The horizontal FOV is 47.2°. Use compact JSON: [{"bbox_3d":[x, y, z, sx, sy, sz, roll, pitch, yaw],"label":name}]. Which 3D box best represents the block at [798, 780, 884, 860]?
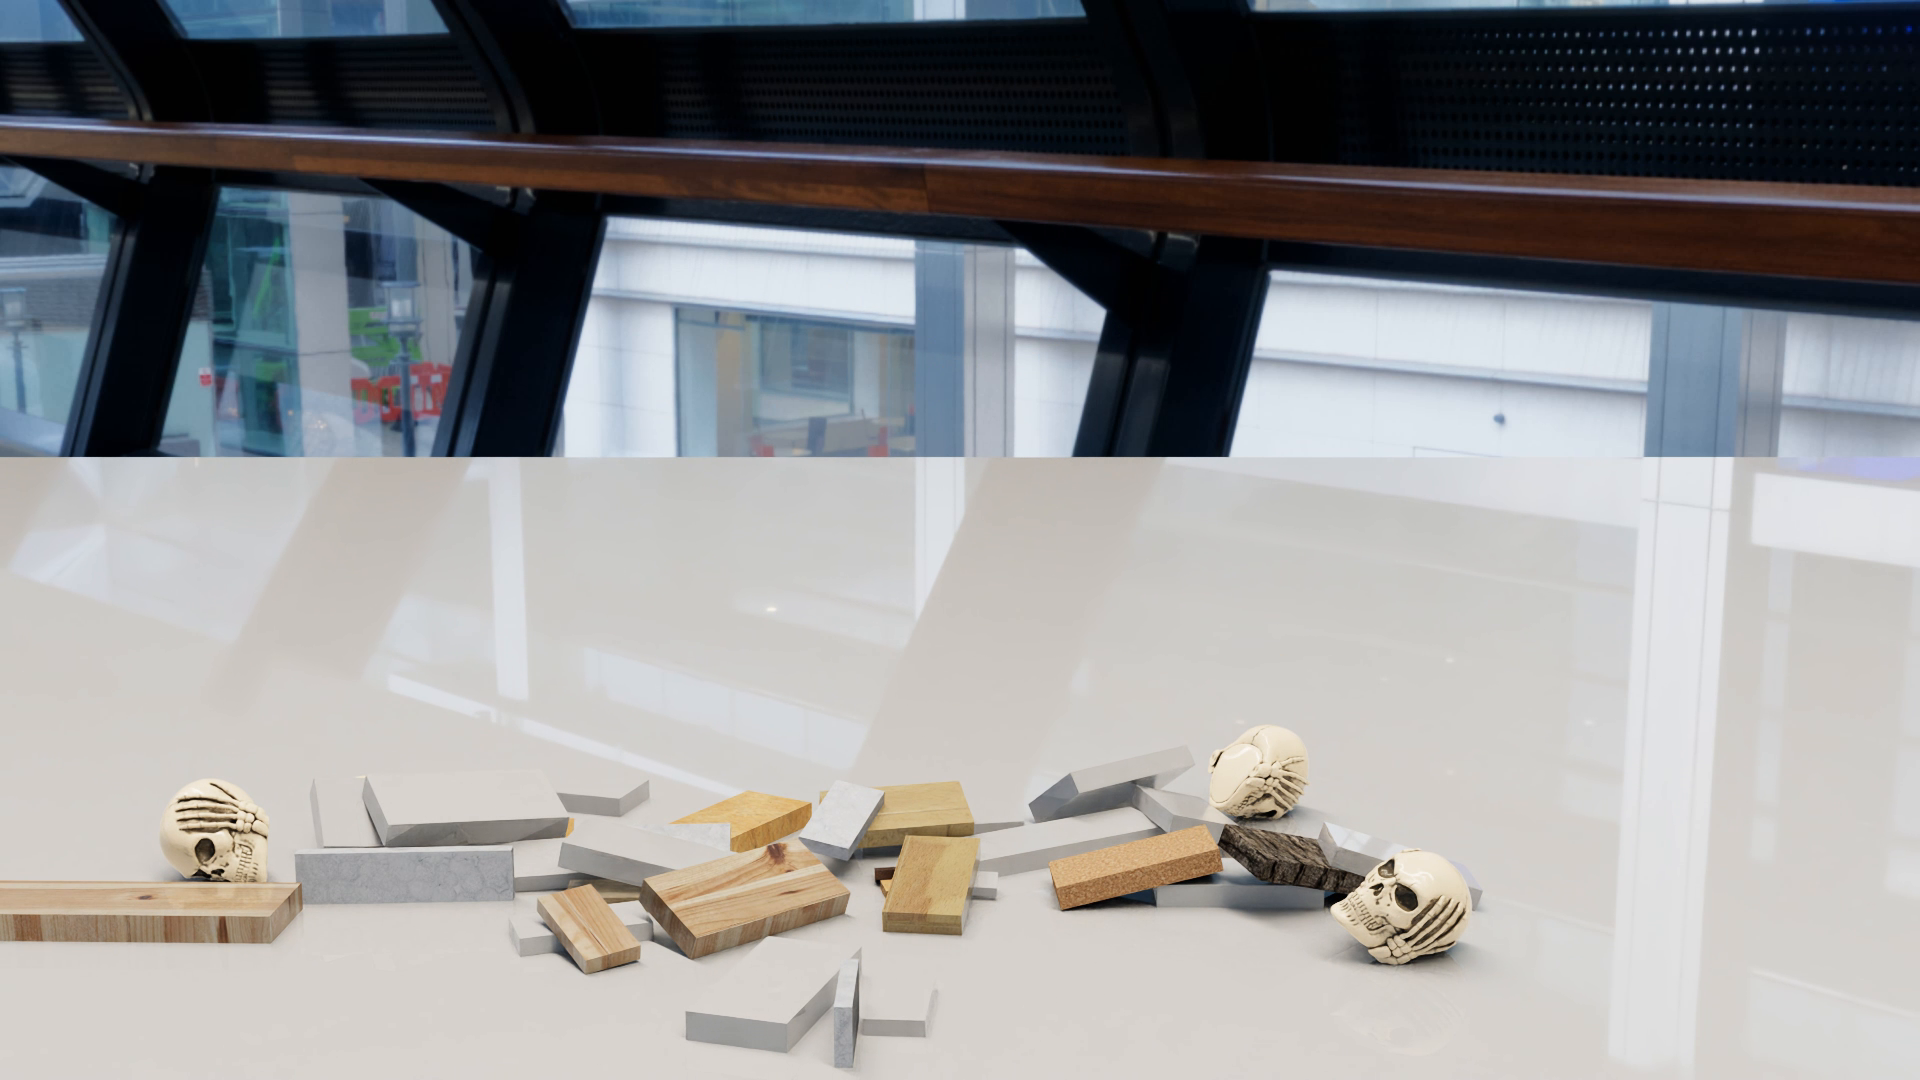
[{"bbox_3d":[-0.204,0.484,3.810,0.091,0.026,0.182,12,29,14],"label":"block"}]

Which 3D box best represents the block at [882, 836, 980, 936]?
[{"bbox_3d":[-0.044,0.562,3.598,0.127,0.036,0.254,1,21,7],"label":"block"}]

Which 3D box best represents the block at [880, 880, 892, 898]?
[{"bbox_3d":[-0.075,0.581,3.675,0.109,0.015,0.054,-2,11,-12],"label":"block"}]

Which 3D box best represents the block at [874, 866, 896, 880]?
[{"bbox_3d":[-0.090,0.563,3.727,0.109,0.015,0.054,-3,-3,-3],"label":"block"}]

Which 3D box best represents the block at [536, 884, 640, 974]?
[{"bbox_3d":[-0.575,0.600,3.402,0.091,0.026,0.182,-11,30,-32],"label":"block"}]

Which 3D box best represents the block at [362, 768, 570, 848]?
[{"bbox_3d":[-0.847,0.457,3.770,0.314,0.044,0.157,1,26,-31],"label":"block"}]

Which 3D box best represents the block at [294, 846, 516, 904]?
[{"bbox_3d":[-0.914,0.553,3.628,0.351,0.088,0.025,-1,11,-3],"label":"block"}]

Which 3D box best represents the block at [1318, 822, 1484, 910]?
[{"bbox_3d":[0.726,0.538,3.639,0.252,0.036,0.126,17,10,-4],"label":"block"}]

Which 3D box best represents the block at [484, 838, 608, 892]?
[{"bbox_3d":[-0.698,0.548,3.723,0.209,0.030,0.104,-3,28,-10],"label":"block"}]

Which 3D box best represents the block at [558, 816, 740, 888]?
[{"bbox_3d":[-0.498,0.536,3.659,0.304,0.043,0.152,13,10,5],"label":"block"}]

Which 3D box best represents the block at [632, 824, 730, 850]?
[{"bbox_3d":[-0.481,0.531,3.764,0.176,0.088,0.025,-1,-33,-4],"label":"block"}]

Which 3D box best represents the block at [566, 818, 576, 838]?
[{"bbox_3d":[-0.736,0.538,3.870,0.104,0.030,0.209,-1,11,-7],"label":"block"}]

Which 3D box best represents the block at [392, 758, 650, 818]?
[{"bbox_3d":[-0.846,0.472,4.206,0.492,0.036,0.127,3,11,17],"label":"block"}]

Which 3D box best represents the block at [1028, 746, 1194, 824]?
[{"bbox_3d":[0.283,0.453,4.077,0.291,0.041,0.145,-8,-24,-38],"label":"block"}]

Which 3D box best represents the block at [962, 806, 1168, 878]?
[{"bbox_3d":[0.152,0.535,3.866,0.439,0.036,0.126,-6,12,-29],"label":"block"}]

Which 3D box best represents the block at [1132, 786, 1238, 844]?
[{"bbox_3d":[0.404,0.494,3.950,0.126,0.036,0.252,12,3,-11],"label":"block"}]

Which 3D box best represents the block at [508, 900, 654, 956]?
[{"bbox_3d":[-0.598,0.612,3.469,0.209,0.030,0.104,-4,11,-20],"label":"block"}]

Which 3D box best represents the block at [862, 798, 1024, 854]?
[{"bbox_3d":[-0.042,0.514,3.968,0.291,0.041,0.145,-2,11,-11],"label":"block"}]

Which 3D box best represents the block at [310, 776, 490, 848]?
[{"bbox_3d":[-0.947,0.483,3.784,0.314,0.044,0.157,5,39,-28],"label":"block"}]

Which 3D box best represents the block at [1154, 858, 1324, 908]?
[{"bbox_3d":[0.460,0.571,3.666,0.273,0.039,0.136,0,11,1],"label":"block"}]

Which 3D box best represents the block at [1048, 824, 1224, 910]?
[{"bbox_3d":[0.290,0.542,3.651,0.273,0.039,0.136,-13,10,-1],"label":"block"}]

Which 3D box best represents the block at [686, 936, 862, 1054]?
[{"bbox_3d":[-0.266,0.656,3.195,0.152,0.043,0.304,3,11,17],"label":"block"}]

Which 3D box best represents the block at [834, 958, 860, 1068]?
[{"bbox_3d":[-0.157,0.658,3.064,0.025,0.088,0.175,0,11,0],"label":"block"}]

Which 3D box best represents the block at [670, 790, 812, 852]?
[{"bbox_3d":[-0.409,0.517,3.948,0.145,0.041,0.291,6,12,31],"label":"block"}]

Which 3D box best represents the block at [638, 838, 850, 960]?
[{"bbox_3d":[-0.342,0.569,3.512,0.304,0.043,0.152,-9,37,-41],"label":"block"}]

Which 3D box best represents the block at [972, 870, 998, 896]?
[{"bbox_3d":[0.008,0.569,3.658,0.109,0.015,0.054,3,21,2],"label":"block"}]

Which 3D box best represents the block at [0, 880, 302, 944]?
[{"bbox_3d":[-1.441,0.594,3.526,0.728,0.044,0.157,0,11,1],"label":"block"}]

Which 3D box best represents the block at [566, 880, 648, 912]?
[{"bbox_3d":[-0.556,0.586,3.621,0.182,0.026,0.091,0,11,-2],"label":"block"}]

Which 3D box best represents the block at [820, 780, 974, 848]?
[{"bbox_3d":[-0.113,0.486,3.884,0.254,0.036,0.127,-3,29,-12],"label":"block"}]

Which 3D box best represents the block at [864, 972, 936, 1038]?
[{"bbox_3d":[-0.086,0.669,3.174,0.088,0.025,0.176,1,11,4],"label":"block"}]

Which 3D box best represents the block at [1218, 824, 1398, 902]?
[{"bbox_3d":[0.576,0.532,3.625,0.273,0.039,0.136,13,12,-27],"label":"block"}]
